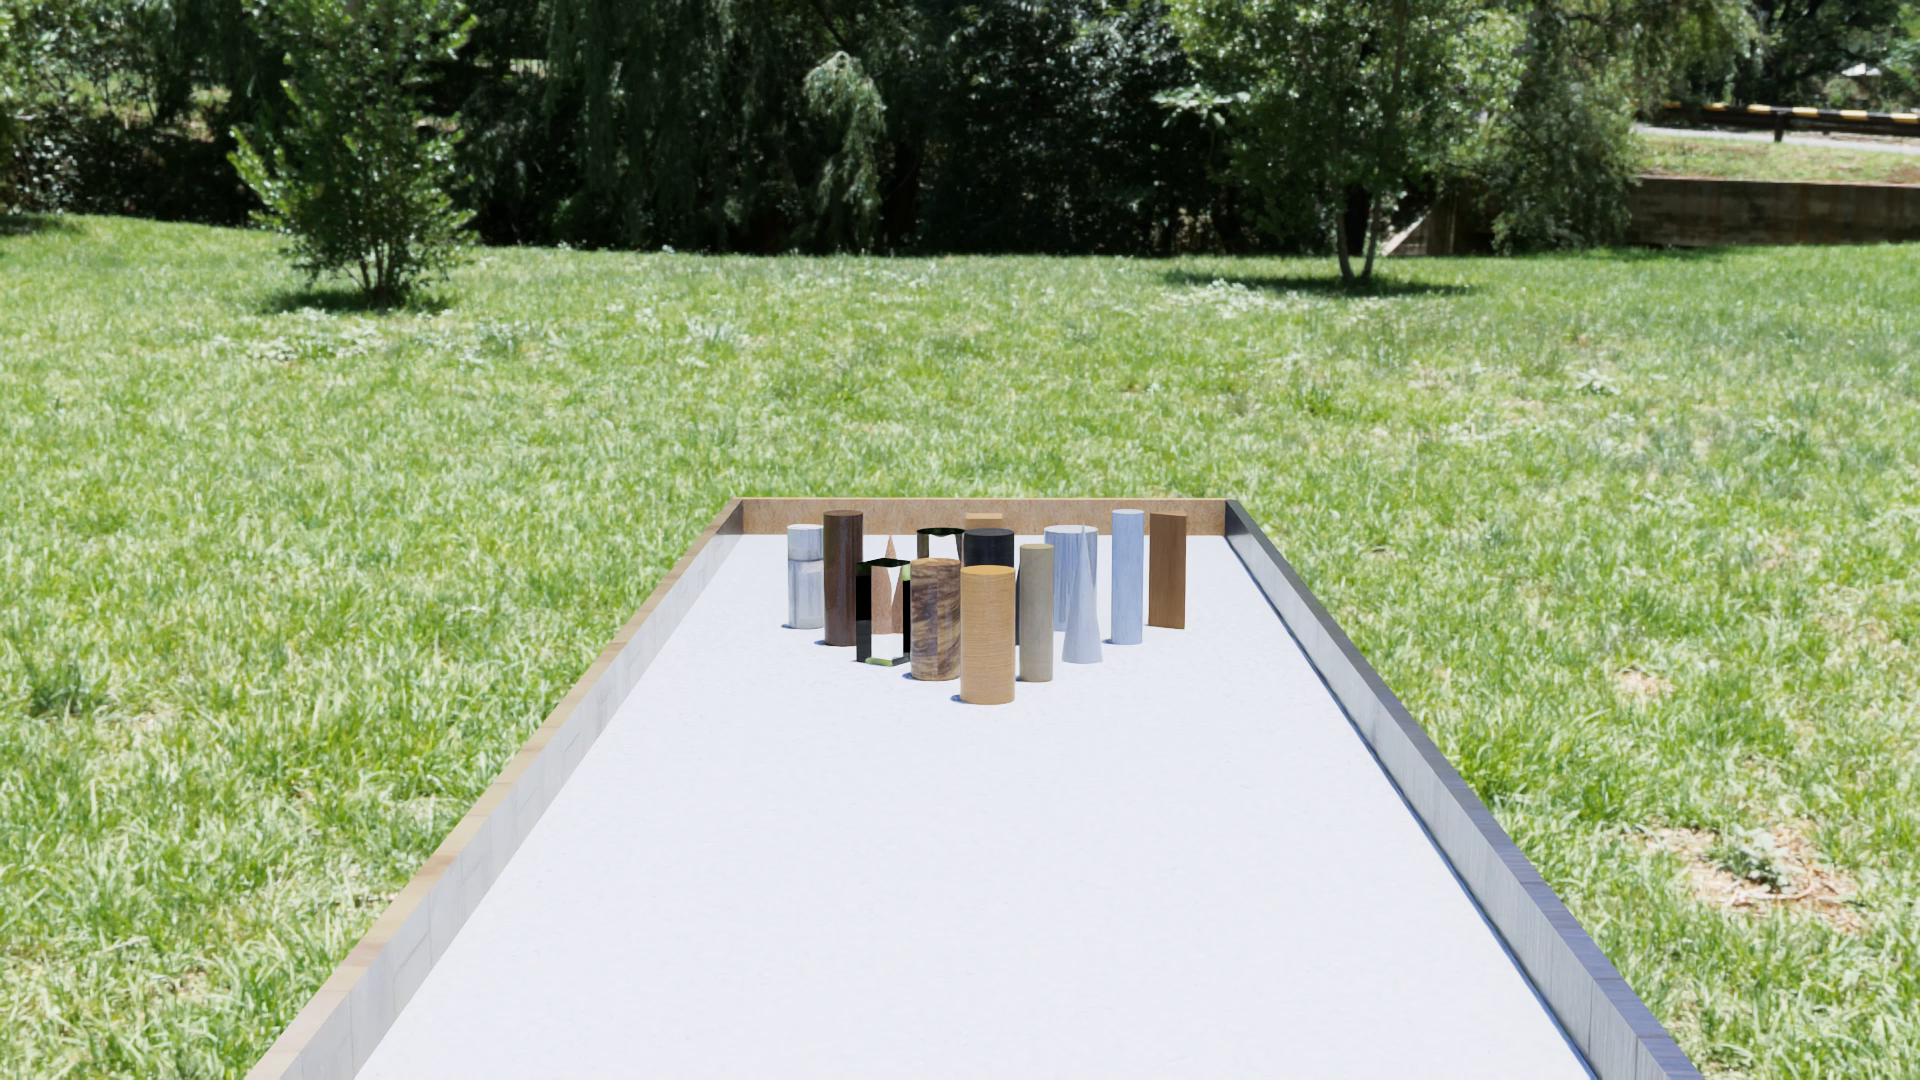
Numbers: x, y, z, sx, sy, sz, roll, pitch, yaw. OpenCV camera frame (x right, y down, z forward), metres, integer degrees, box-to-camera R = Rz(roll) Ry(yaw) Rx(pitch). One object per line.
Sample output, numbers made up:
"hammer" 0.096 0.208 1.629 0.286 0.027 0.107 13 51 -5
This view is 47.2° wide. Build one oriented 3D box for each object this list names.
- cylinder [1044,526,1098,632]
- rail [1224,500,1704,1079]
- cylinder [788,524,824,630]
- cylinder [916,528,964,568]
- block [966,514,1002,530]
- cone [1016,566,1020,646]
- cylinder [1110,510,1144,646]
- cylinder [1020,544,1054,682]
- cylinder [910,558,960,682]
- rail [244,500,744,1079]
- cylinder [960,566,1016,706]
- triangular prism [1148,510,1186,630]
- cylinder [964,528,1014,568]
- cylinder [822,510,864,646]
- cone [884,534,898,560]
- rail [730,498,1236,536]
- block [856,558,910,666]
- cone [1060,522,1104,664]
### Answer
"cylinder" 0.361 0.125 7.187 0.176 0.325 0.176 0 9 0
"rail" 1.046 0.843 3.208 0.050 0.150 12.000 0 9 1
"cylinder" -0.504 0.120 7.199 0.121 0.330 0.121 0 9 0
"cylinder" -0.058 0.148 6.933 0.158 0.357 0.158 0 9 0
"block" 0.079 0.103 7.182 0.119 0.368 0.119 0 9 1
"cone" 0.202 0.164 6.944 0.130 0.323 0.130 0 9 0
"cylinder" 0.528 0.117 6.936 0.100 0.418 0.100 0 9 0
"cylinder" 0.223 0.213 6.409 0.100 0.394 0.100 0 9 0
"cylinder" -0.072 0.232 6.453 0.149 0.341 0.149 0 9 0
"rail" -1.004 0.839 3.234 0.050 0.150 12.000 0 9 1
"cylinder" 0.078 0.265 6.159 0.155 0.368 0.155 0 9 0
"triangular prism" 0.705 0.094 7.221 0.133 0.374 0.115 6 11 32
"cylinder" 0.088 0.172 6.654 0.153 0.398 0.153 0 9 0
"cylinder" -0.366 0.120 6.923 0.127 0.416 0.127 0 9 0
"cone" -0.226 0.128 7.180 0.148 0.319 0.148 0 9 0
"rail" 0.099 -0.098 9.147 2.100 0.150 0.050 0 9 1
"block" -0.219 0.218 6.672 0.137 0.302 0.137 6 11 35
"cone" 0.373 0.151 6.676 0.130 0.433 0.130 0 9 0
